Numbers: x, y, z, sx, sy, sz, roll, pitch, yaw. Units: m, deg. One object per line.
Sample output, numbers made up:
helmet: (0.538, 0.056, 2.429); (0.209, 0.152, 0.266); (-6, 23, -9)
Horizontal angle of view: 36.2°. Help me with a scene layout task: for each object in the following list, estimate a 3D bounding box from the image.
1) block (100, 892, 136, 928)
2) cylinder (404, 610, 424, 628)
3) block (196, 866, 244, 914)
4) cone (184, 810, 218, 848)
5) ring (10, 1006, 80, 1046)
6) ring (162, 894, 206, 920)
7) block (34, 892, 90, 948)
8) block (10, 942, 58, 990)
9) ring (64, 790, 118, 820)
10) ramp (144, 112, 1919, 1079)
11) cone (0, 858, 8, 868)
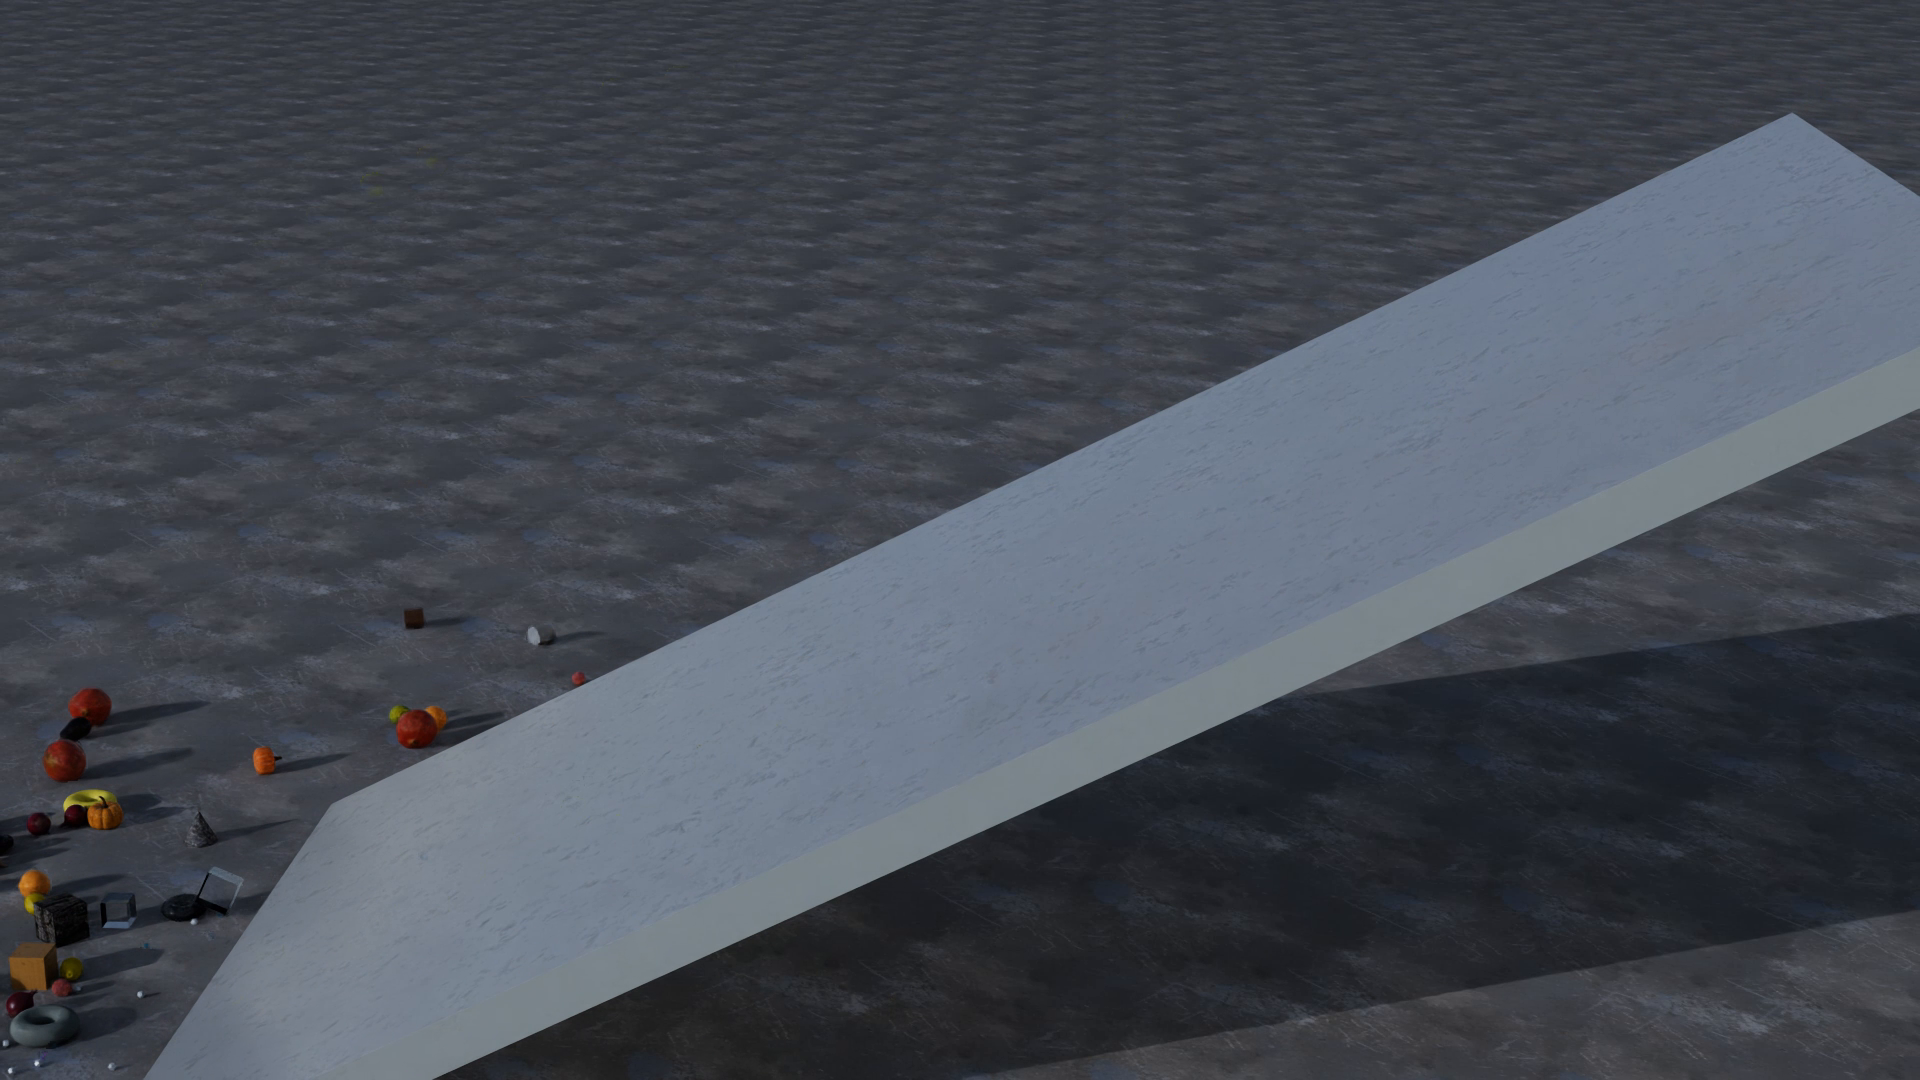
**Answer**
block: (-2.021, 0.889, 7.063); (0.064, 0.064, 0.064); (1, 17, 2)
cylinder: (-1.714, 0.247, 9.229); (0.057, 0.057, 0.057); (-4, 17, -13)
block: (-1.790, 0.847, 7.112); (0.078, 0.078, 0.078); (24, 3, -6)
cone: (-1.952, 0.733, 7.548); (0.087, 0.087, 0.087); (0, 17, 0)
ring: (-2.017, 1.071, 6.483); (0.147, 0.049, 0.147); (1, 18, 0)
ring: (-1.877, 0.889, 7.115); (0.109, 0.036, 0.109); (0, 18, 0)
block: (-2.131, 0.902, 6.978); (0.089, 0.089, 0.089); (15, 22, 41)
block: (-2.122, 0.977, 6.741); (0.080, 0.080, 0.080); (1, 17, 3)
ring: (-2.290, 0.696, 7.745); (0.137, 0.046, 0.137); (1, 17, 0)
ramp: (0.139, 0.168, 6.281); (4.000, 0.100, 2.000); (-25, 14, 10)
cone: (-2.425, 0.808, 7.393); (0.072, 0.072, 0.072); (25, 14, -8)
